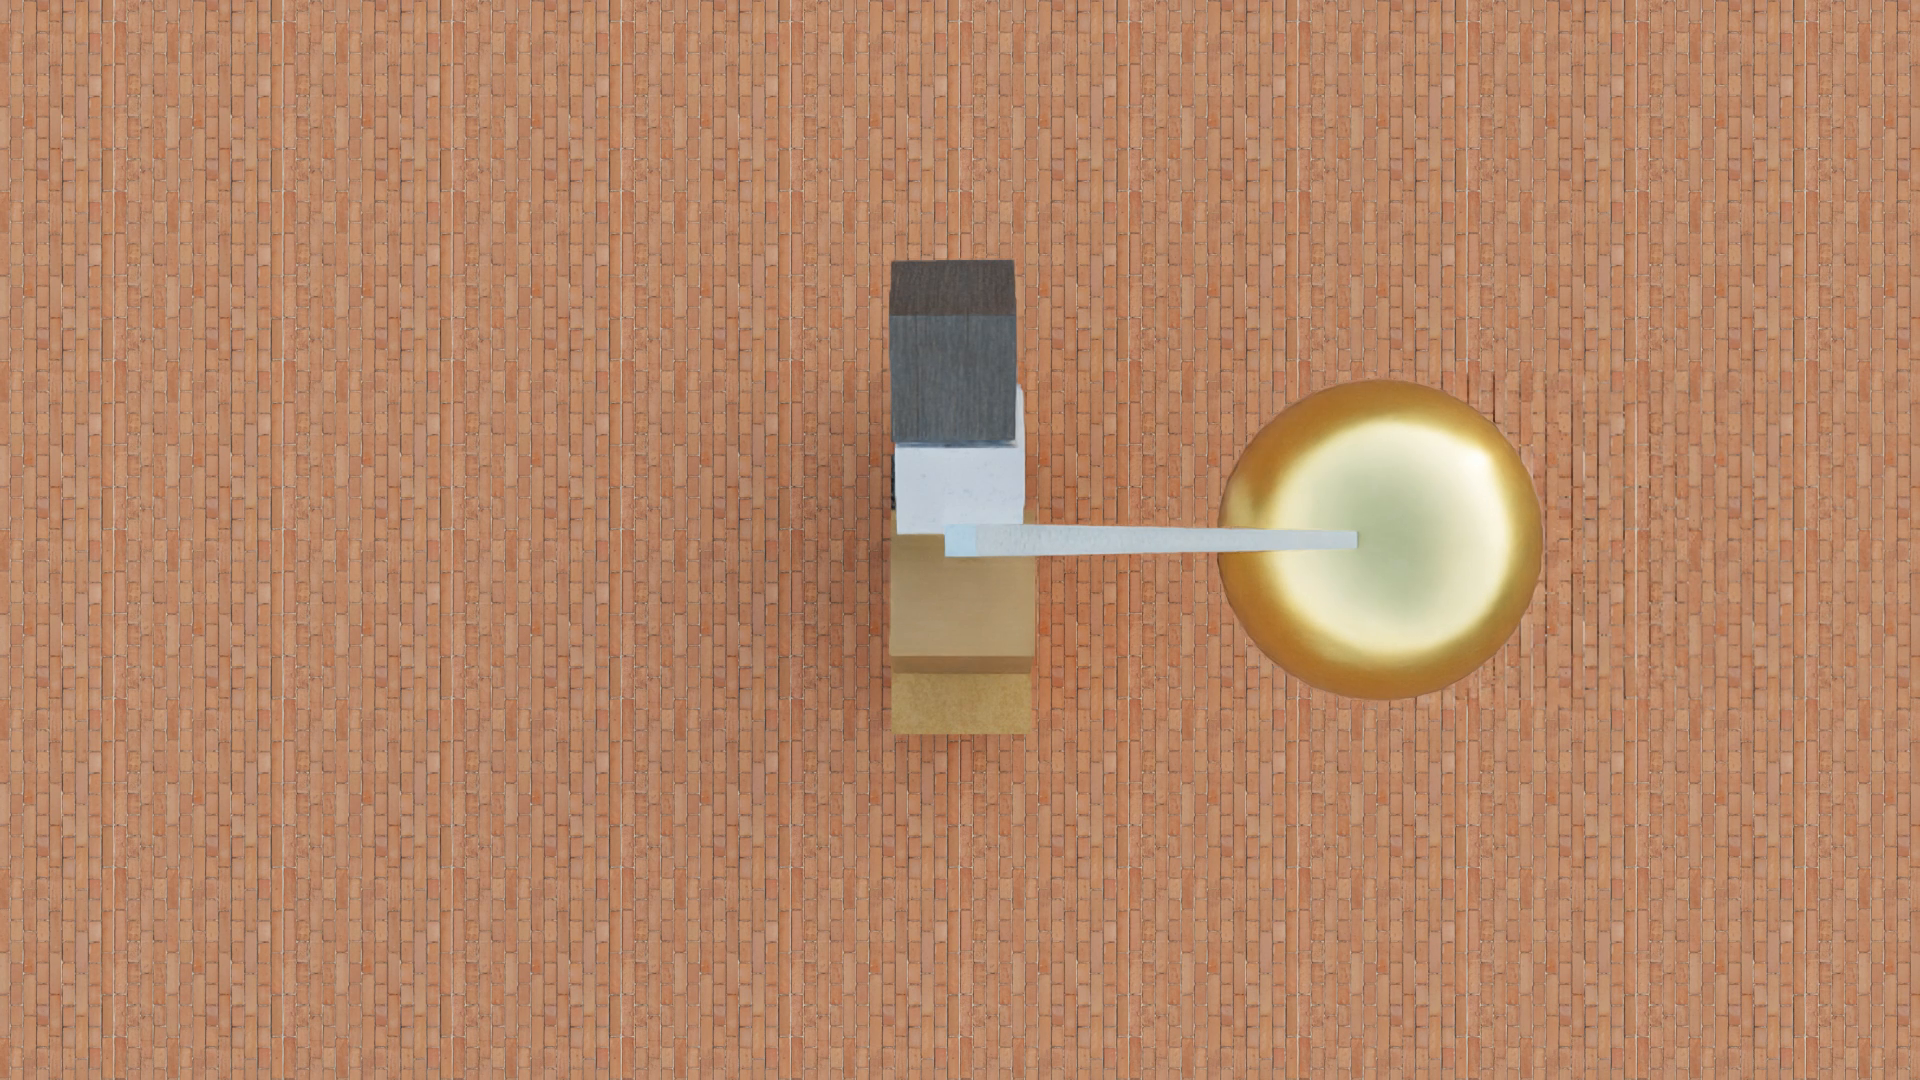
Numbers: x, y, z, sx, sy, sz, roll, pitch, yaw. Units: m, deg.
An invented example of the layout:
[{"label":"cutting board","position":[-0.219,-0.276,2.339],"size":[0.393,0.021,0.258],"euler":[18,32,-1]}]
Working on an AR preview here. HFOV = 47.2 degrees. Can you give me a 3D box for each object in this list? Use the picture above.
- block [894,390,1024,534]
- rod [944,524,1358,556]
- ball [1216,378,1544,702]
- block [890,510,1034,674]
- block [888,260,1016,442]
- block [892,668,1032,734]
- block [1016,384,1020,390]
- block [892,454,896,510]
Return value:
[{"label":"block","position":[0.001,-0.402,11.270],"size":[0.646,0.546,0.523],"euler":[0,126,0]},{"label":"rod","position":[0.899,0.000,7.734],"size":[0.080,5.200,0.080],"euler":[0,90,20]},{"label":"ball","position":[2.074,0.000,10.925],"size":[1.600,1.600,1.600],"euler":[0,90,0]},{"label":"block","position":[0.013,0.289,11.777],"size":[0.746,0.795,0.762],"euler":[0,80,0]},{"label":"block","position":[-0.033,-0.943,10.943],"size":[0.613,0.585,0.701],"euler":[0,123,0]},{"label":"block","position":[0.006,0.691,12.588],"size":[0.774,0.823,0.768],"euler":[0,90,0]},{"label":"block","position":[0.007,-0.445,11.949],"size":[0.625,0.584,0.706],"euler":[0,84,0]},{"label":"block","position":[-0.018,-0.091,12.624],"size":[0.729,0.752,0.776],"euler":[0,90,0]}]
